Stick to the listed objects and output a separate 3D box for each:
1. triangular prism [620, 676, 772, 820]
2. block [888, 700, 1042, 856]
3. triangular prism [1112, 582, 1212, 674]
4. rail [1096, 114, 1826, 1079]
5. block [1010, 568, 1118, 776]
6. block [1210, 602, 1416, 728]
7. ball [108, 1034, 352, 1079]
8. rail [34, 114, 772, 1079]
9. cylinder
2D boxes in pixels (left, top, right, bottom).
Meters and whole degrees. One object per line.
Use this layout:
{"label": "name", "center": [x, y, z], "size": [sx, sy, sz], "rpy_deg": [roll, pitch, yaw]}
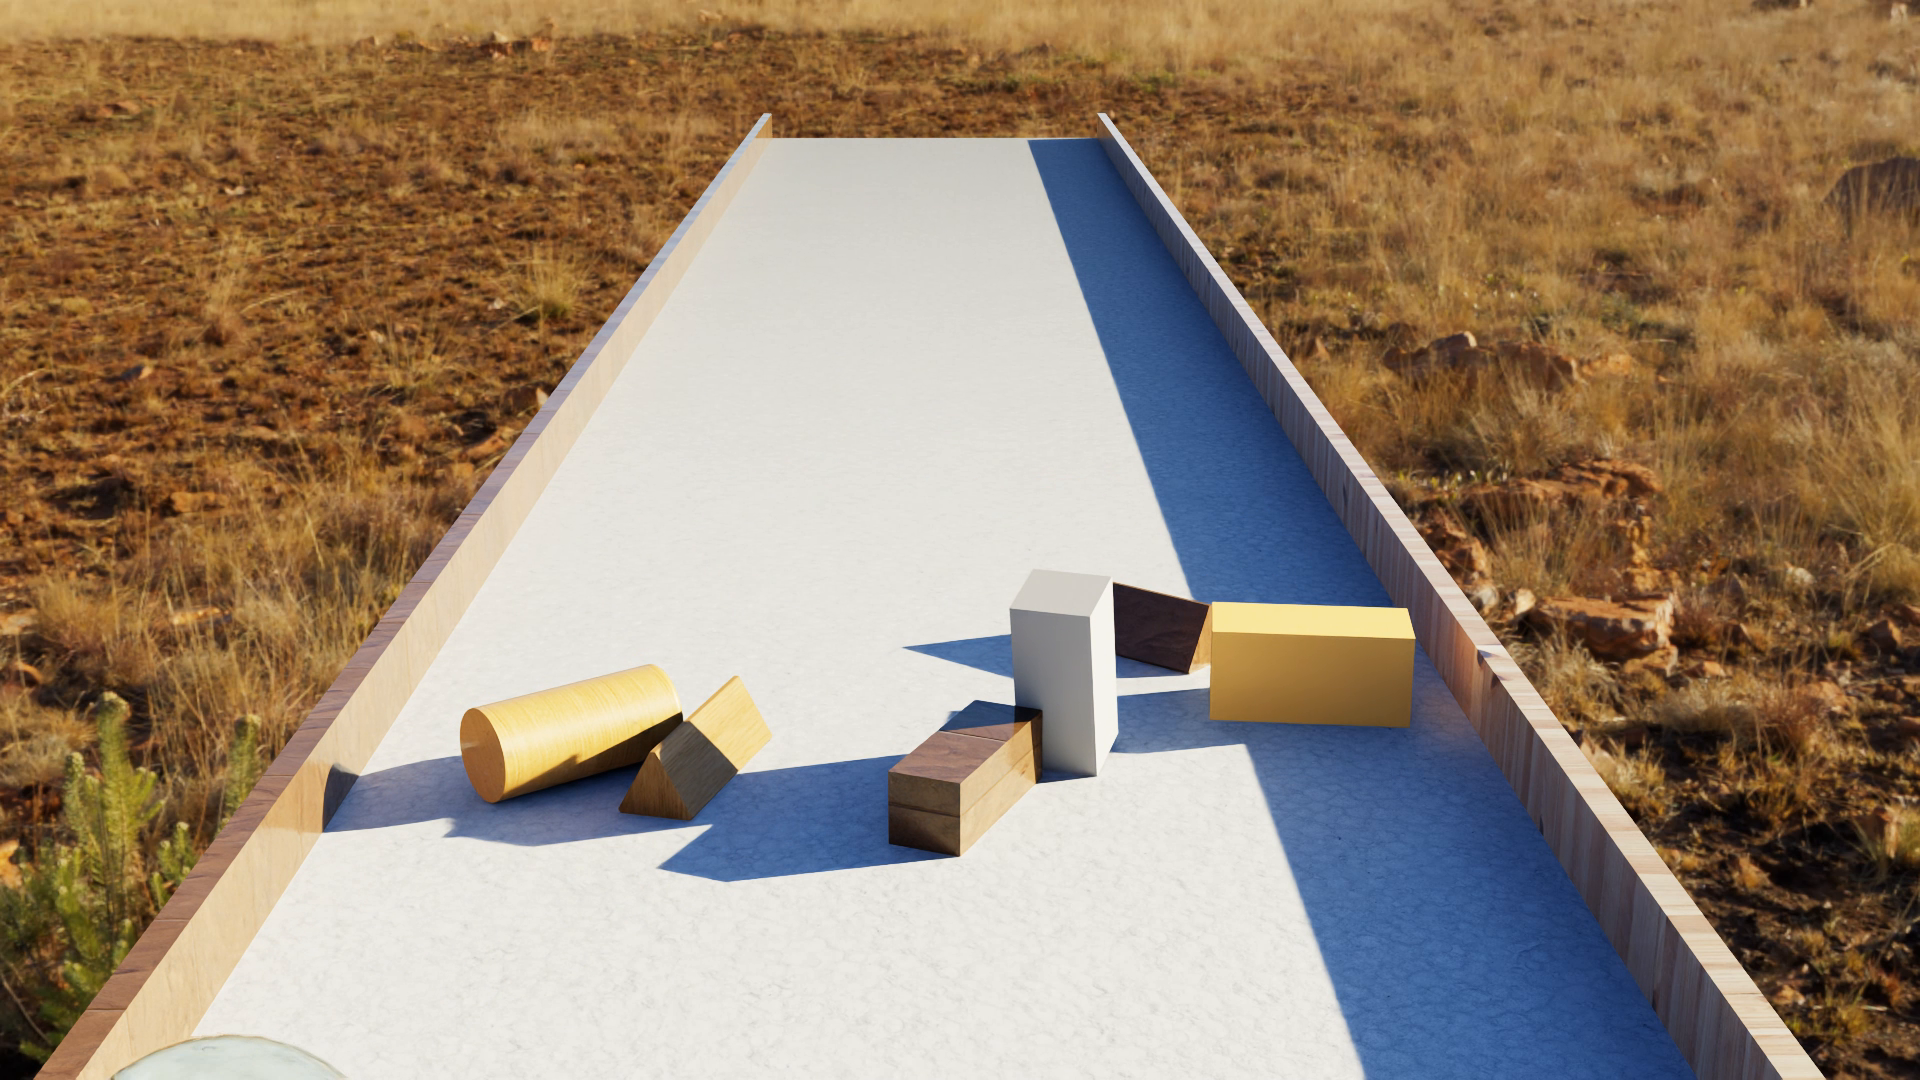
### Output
{"label": "triangular prism", "center": [-0.457, 0.352, 3.831], "size": [0.132, 0.114, 0.382], "rpy_deg": [5, 17, 15]}
{"label": "block", "center": [0.013, 0.393, 3.682], "size": [0.127, 0.127, 0.355], "rpy_deg": [7, 18, 23]}
{"label": "triangular prism", "center": [0.372, 0.159, 4.464], "size": [0.321, 0.124, 0.143], "rpy_deg": [13, 21, 37]}
{"label": "rail", "center": [0.932, -0.844, 7.801], "size": [0.050, 0.150, 12.000], "rpy_deg": [0, 17, -1]}
{"label": "block", "center": [0.184, 0.232, 3.844], "size": [0.143, 0.322, 0.143], "rpy_deg": [6, 29, 18]}
{"label": "block", "center": [0.657, 0.233, 4.138], "size": [0.367, 0.174, 0.174], "rpy_deg": [2, 17, 6]}
{"label": "ball", "center": [-0.759, 0.693, 2.256], "size": [0.364, 0.364, 0.364], "rpy_deg": [0, 17, 0]}
{"label": "rail", "center": [-1.118, -0.838, 7.780], "size": [0.050, 0.150, 12.000], "rpy_deg": [0, 17, -1]}
{"label": "cylinder", "center": [-0.672, 0.333, 3.820], "size": [0.348, 0.164, 0.164], "rpy_deg": [-13, 21, -37]}
